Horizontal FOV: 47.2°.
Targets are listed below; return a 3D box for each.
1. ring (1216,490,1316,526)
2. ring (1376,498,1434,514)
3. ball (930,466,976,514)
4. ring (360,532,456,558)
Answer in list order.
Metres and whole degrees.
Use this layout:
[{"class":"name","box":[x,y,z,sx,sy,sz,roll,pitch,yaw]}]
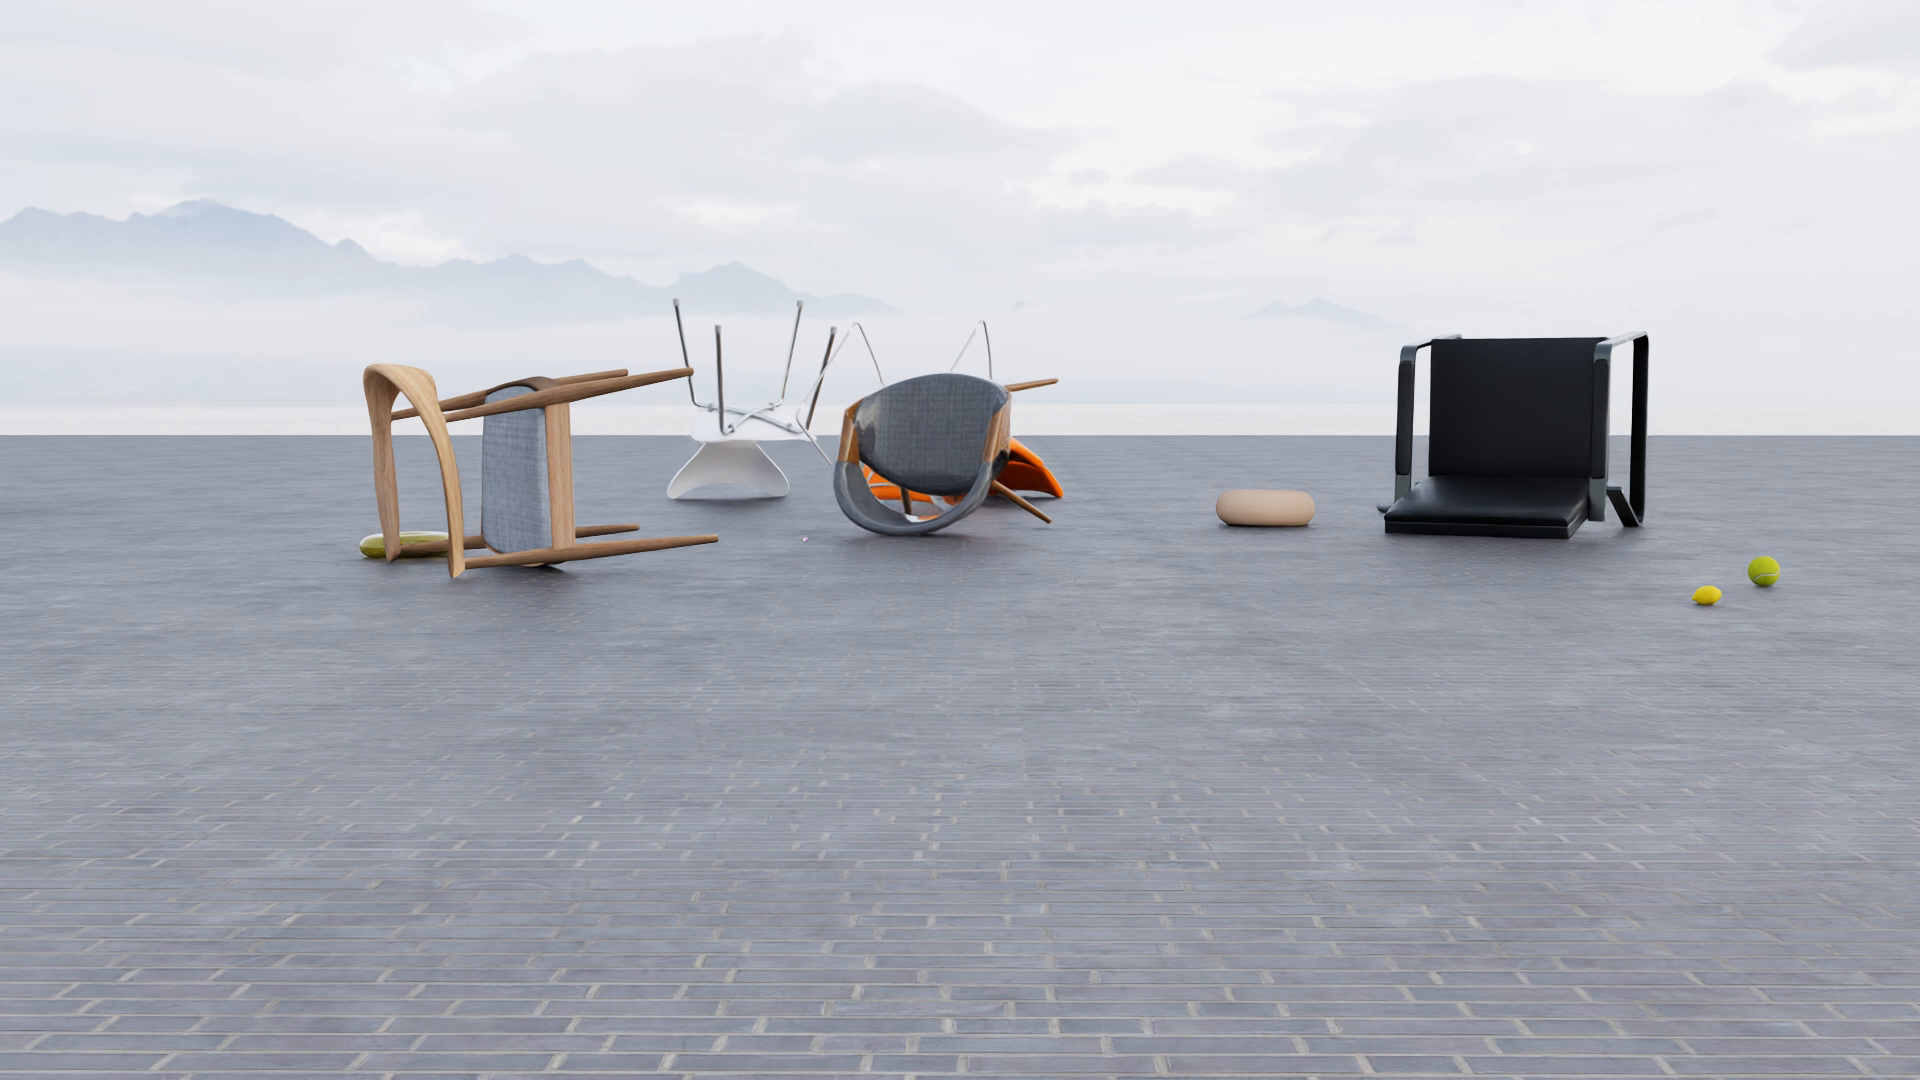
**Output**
[{"class":"ring","box":[1.011,-0.107,7.283,0.333,0.114,0.288,0,3,-12]},{"class":"ring","box":[1.624,-0.124,8.011,0.259,0.048,0.142,-3,6,-33]},{"class":"ball","box":[-0.025,-0.178,7.892,0.170,0.170,0.170,0,4,0]},{"class":"ring","box":[-1.484,0.013,5.910,0.261,0.062,0.216,-4,5,-42]}]
